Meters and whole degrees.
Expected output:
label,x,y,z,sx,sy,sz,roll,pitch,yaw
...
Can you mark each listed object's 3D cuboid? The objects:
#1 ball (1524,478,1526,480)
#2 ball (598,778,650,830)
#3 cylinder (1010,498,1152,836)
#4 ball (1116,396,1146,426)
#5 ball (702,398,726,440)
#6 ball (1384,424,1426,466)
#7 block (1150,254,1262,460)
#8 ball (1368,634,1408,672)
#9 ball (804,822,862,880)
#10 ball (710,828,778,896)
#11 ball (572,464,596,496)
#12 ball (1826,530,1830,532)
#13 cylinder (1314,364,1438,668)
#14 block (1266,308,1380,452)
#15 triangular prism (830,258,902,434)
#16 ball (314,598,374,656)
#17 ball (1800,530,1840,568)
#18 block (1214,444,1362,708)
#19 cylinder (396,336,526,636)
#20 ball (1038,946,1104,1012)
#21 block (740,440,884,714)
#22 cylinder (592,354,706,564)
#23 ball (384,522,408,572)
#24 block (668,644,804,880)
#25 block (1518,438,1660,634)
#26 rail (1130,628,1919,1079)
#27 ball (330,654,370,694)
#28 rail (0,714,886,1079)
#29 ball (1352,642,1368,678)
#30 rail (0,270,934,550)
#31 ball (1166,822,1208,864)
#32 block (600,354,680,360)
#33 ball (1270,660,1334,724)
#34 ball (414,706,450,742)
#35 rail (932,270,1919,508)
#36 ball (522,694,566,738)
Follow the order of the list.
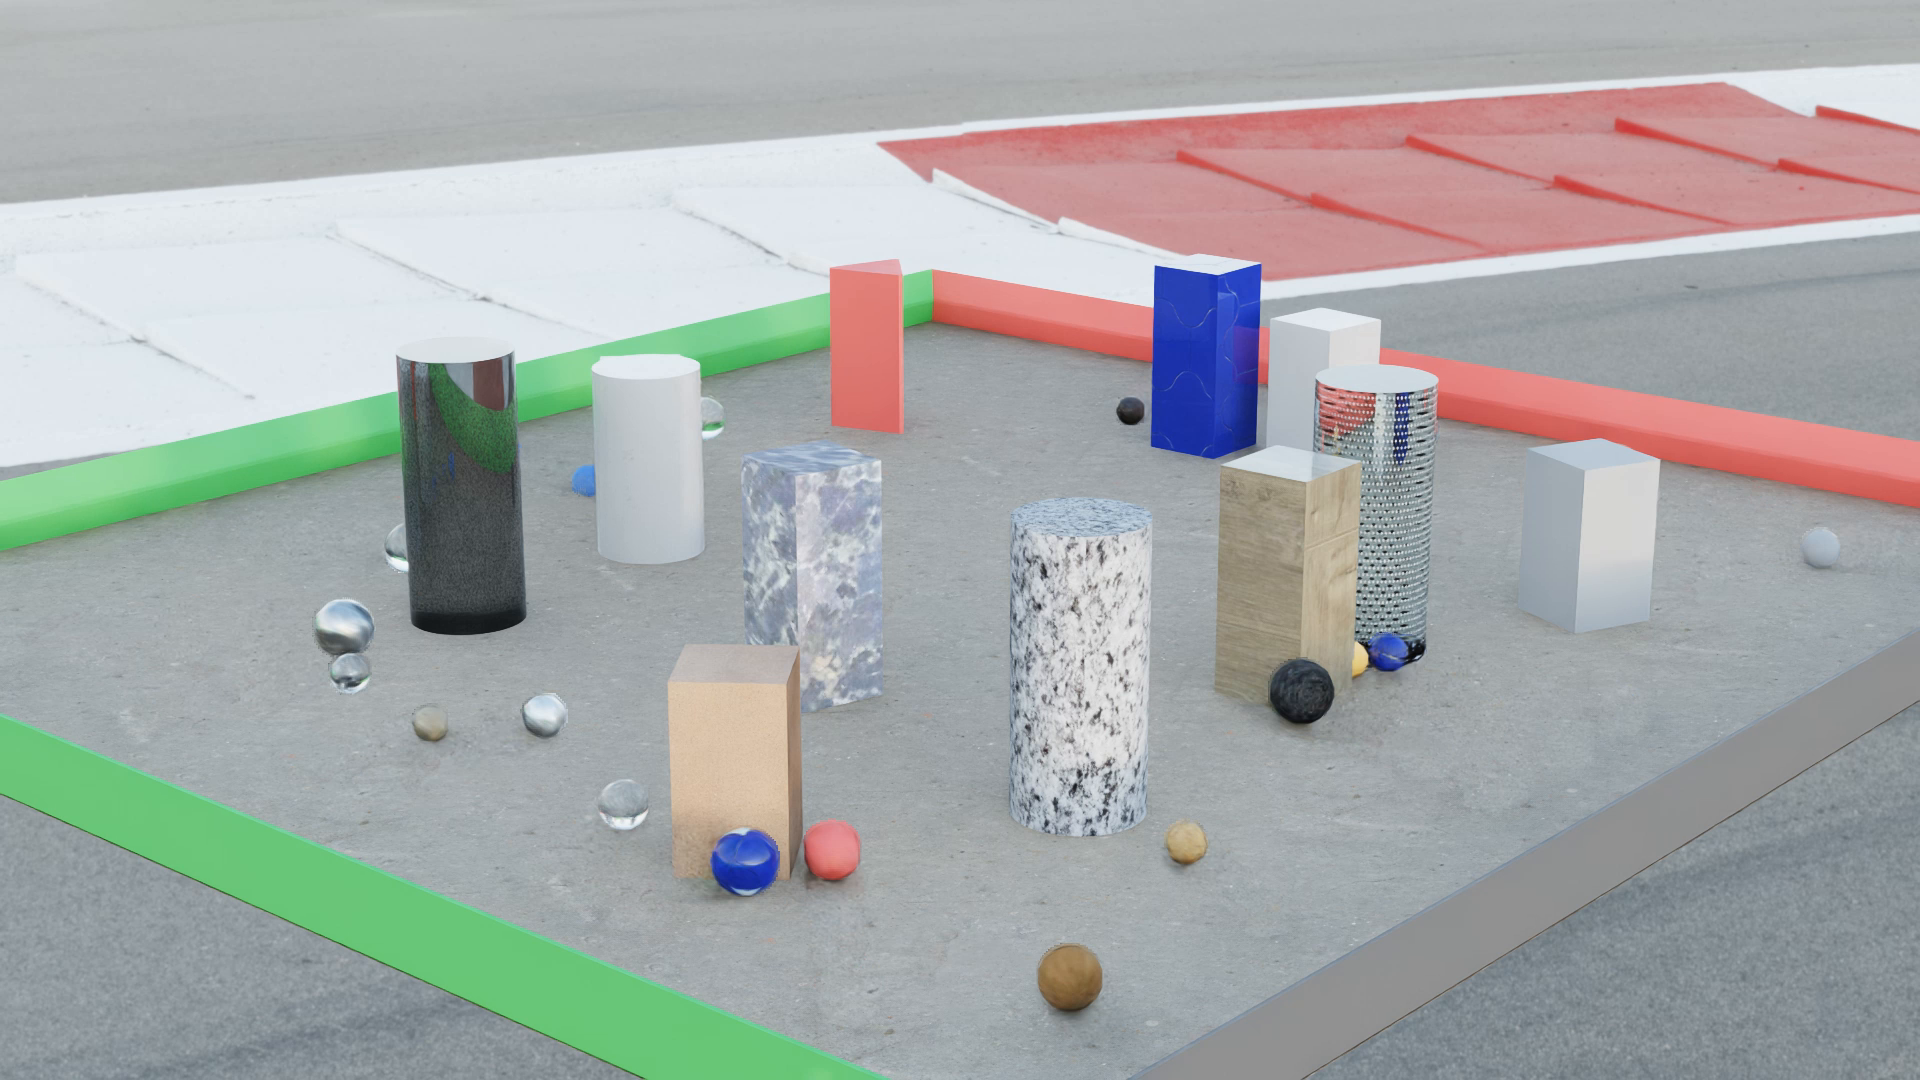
label,x,y,z,sx,sy,sz,roll,pitch,yaw
ball,1.137,-0.111,5.658,0.094,0.094,0.094,0,17,0
ball,-0.470,0.370,4.100,0.072,0.072,0.072,0,17,0
cylinder,0.168,0.176,4.113,0.196,0.435,0.196,0,17,0
ball,0.365,-0.276,6.259,0.061,0.061,0.061,0,17,0
ball,-0.534,-0.254,6.139,0.088,0.088,0.088,0,17,0
ball,0.902,-0.192,5.939,0.086,0.086,0.086,0,17,0
block,0.507,-0.381,6.050,0.157,0.383,0.157,13,21,37
ball,0.690,0.182,4.722,0.062,0.062,0.062,0,17,0
ball,-0.171,0.417,3.933,0.078,0.078,0.078,0,17,0
ball,-0.285,0.426,3.883,0.089,0.089,0.089,0,17,0
ball,-0.724,-0.116,5.715,0.062,0.062,0.062,0,17,0
ball,1.569,0.007,5.334,0.054,0.054,0.054,0,17,0
cylinder,0.672,-0.041,4.789,0.196,0.460,0.196,0,17,0
block,0.737,-0.304,5.949,0.157,0.294,0.157,-15,22,-41
triangular prism,-0.167,-0.418,6.246,0.170,0.341,0.147,8,19,25
ball,-1.011,0.144,4.809,0.096,0.096,0.096,0,17,0
ball,1.549,0.017,5.277,0.069,0.069,0.069,0,17,0
block,0.514,0.059,4.606,0.157,0.373,0.157,13,21,37
cylinder,-0.840,-0.093,4.947,0.196,0.468,0.196,0,17,0
ball,0.134,0.531,3.551,0.080,0.080,0.080,0,17,0
block,-0.232,0.056,4.602,0.157,0.383,0.157,-12,20,-34
cylinder,-0.568,-0.149,5.349,0.196,0.344,0.196,0,17,0
ball,-0.985,0.013,5.250,0.090,0.090,0.090,0,17,0
block,-0.302,0.299,3.974,0.157,0.279,0.157,1,17,3
block,1.068,-0.009,4.989,0.157,0.284,0.157,-8,19,-25
rail,1.116,0.312,4.192,0.045,0.128,3.248,14,22,39
ball,-0.965,0.211,4.639,0.064,0.064,0.064,0,17,0
rail,-1.049,0.381,3.963,3.004,0.128,0.045,14,22,39
ball,0.626,0.191,4.710,0.061,0.061,0.061,0,17,0
rail,-1.116,-0.248,6.048,0.045,0.128,3.248,14,22,39
ball,0.308,0.412,3.986,0.057,0.057,0.057,0,17,0
block,-0.622,-0.222,5.752,0.157,0.251,0.157,-2,17,-7
ball,0.524,0.233,4.489,0.098,0.098,0.098,0,17,0
ball,-0.800,0.278,4.437,0.054,0.054,0.054,0,17,0
rail,1.049,-0.317,6.277,3.004,0.128,0.045,14,22,39
ball,-0.631,0.267,4.452,0.065,0.065,0.065,0,17,0
